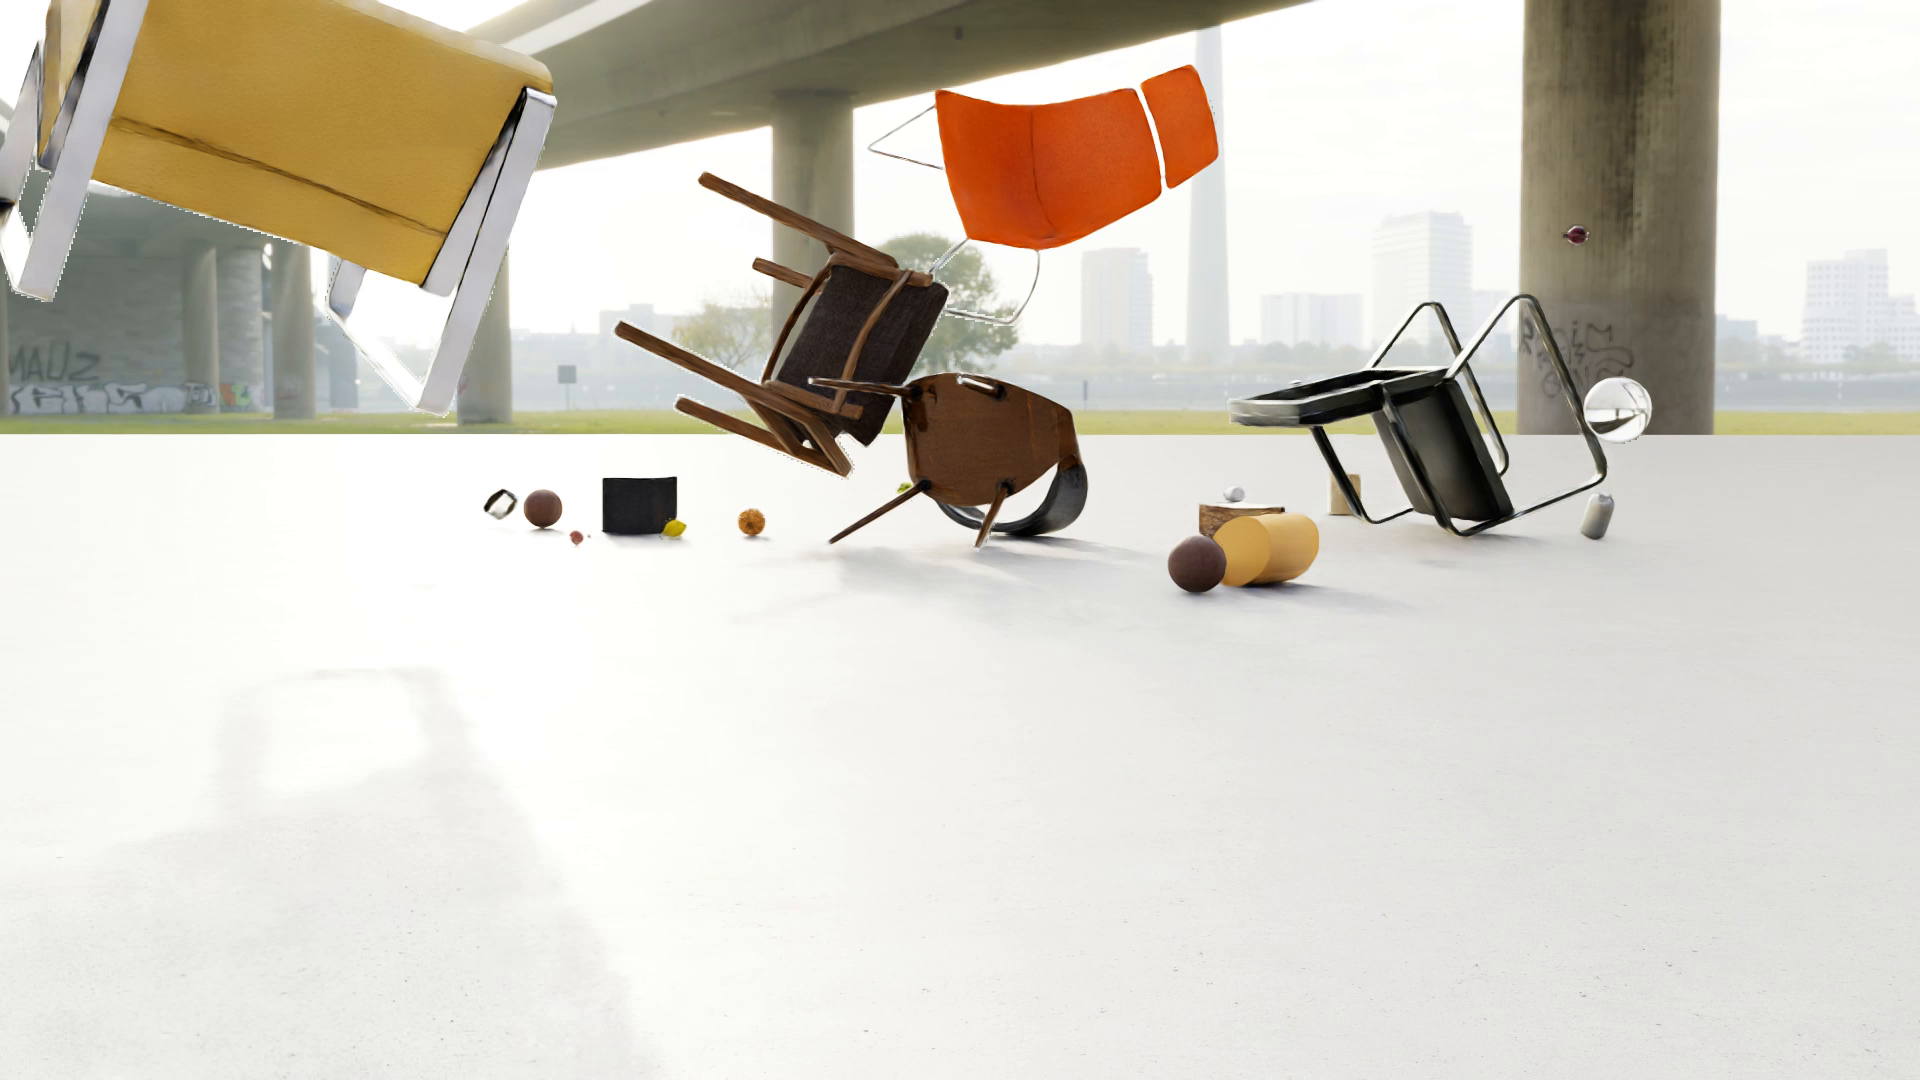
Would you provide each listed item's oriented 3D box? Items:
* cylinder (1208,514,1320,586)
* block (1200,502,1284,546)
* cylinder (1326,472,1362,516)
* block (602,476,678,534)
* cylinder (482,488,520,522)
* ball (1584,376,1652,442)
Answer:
[{"bbox_3d":[0.697,0.022,5.049,0.195,0.147,0.189,-4,-29,-47],"label":"cylinder"},{"bbox_3d":[0.799,-0.039,6.242,0.150,0.119,0.224,-2,4,-22],"label":"block"},{"bbox_3d":[1.371,-0.164,7.846,0.083,0.147,0.208,1,4,-16],"label":"cylinder"},{"bbox_3d":[-1.007,-0.113,6.912,0.180,0.175,0.160,1,4,20],"label":"block"},{"bbox_3d":[-1.510,-0.116,7.234,0.058,0.111,0.066,49,4,37],"label":"cylinder"},{"bbox_3d":[1.901,-0.378,6.356,0.188,0.188,0.188,0,4,0],"label":"ball"}]
